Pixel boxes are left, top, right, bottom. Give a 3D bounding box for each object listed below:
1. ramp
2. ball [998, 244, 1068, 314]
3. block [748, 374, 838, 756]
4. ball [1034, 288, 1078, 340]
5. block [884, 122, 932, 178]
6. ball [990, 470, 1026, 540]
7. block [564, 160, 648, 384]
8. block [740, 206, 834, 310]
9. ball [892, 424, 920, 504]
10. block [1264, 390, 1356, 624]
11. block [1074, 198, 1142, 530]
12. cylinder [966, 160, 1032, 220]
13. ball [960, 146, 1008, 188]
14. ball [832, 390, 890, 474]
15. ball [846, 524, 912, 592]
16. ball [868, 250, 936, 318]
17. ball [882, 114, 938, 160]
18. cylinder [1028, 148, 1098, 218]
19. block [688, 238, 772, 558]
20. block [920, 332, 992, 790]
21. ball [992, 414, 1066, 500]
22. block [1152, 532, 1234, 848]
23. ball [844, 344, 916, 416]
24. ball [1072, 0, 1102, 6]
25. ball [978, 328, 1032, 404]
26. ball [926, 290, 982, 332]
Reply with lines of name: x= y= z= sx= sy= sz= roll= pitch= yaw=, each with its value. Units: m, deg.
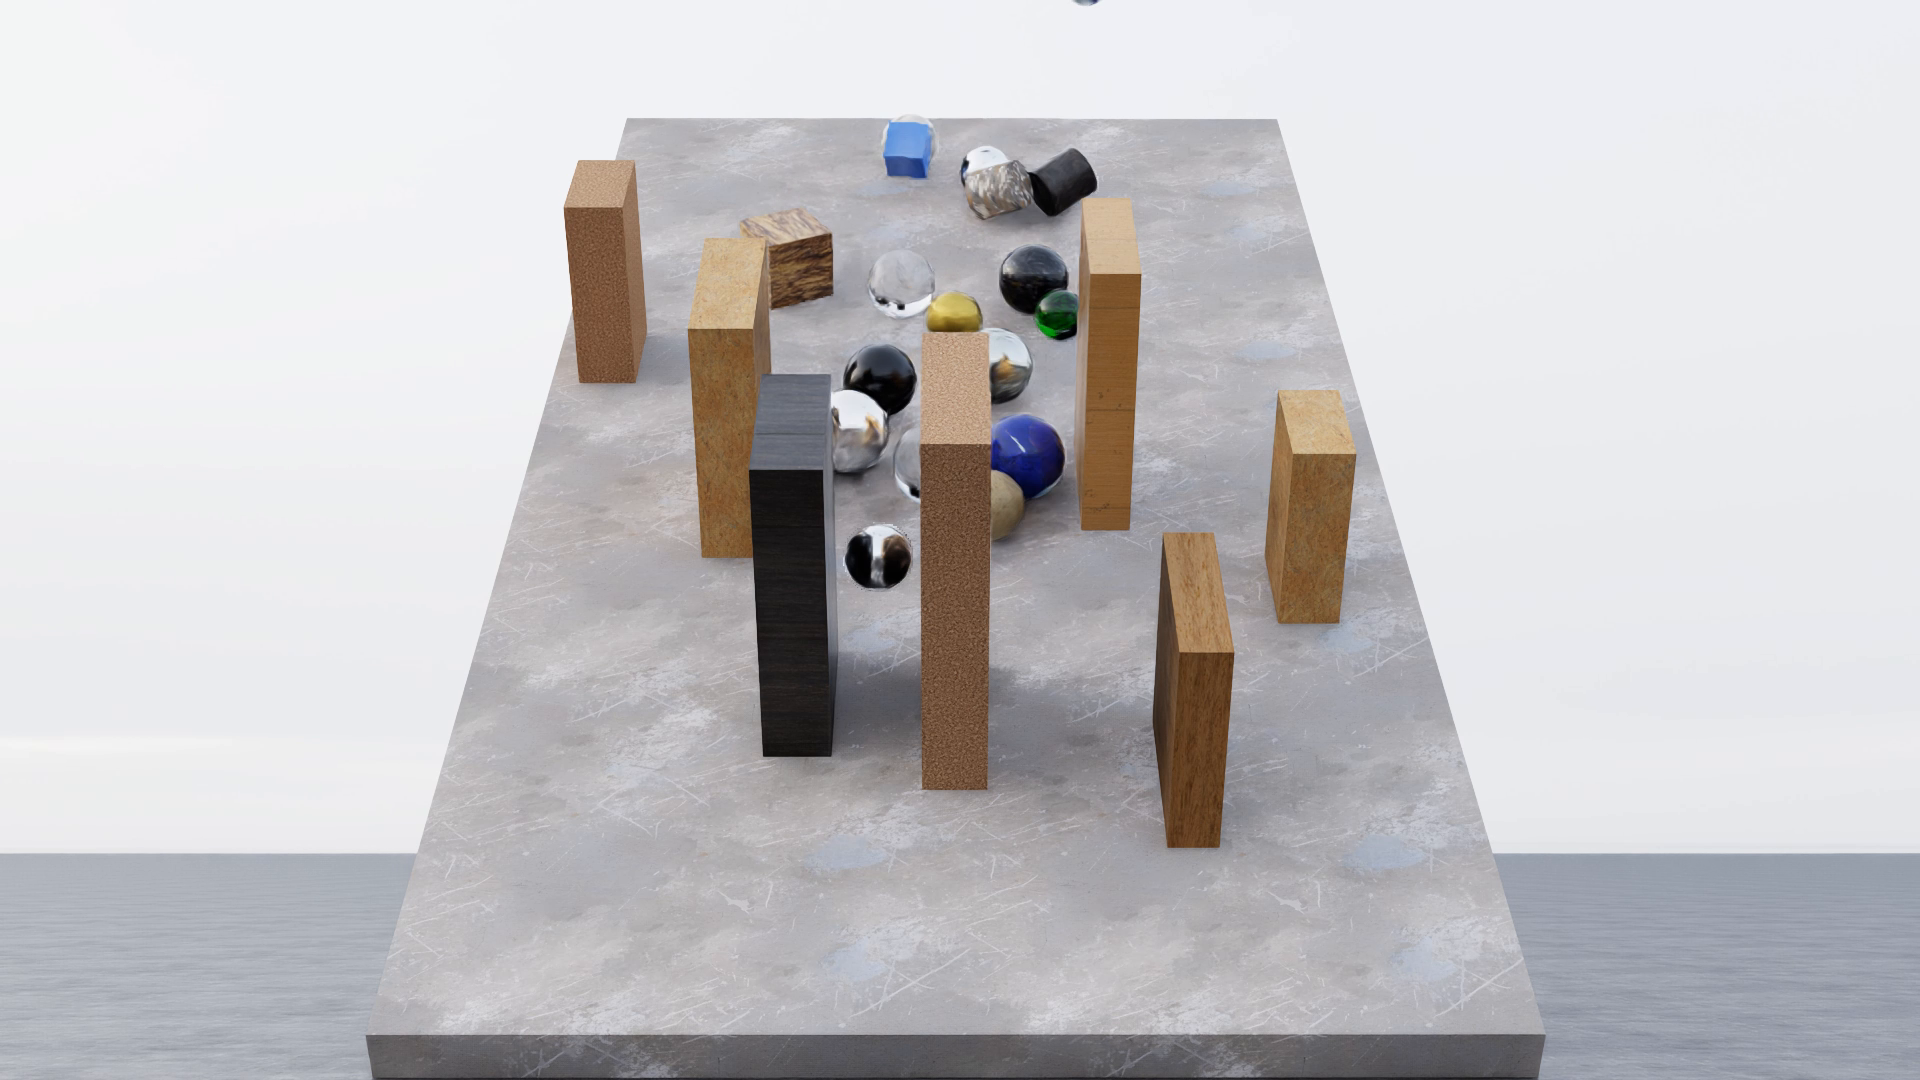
ramp: x=-0.015 y=-0.187 z=5.867 sx=2.000 sy=0.100 sz=4.000 roll=0 pitch=32 yaw=0
ball: x=0.191 y=-0.678 z=6.375 sx=0.184 sy=0.184 sz=0.184 roll=0 pitch=-7 yaw=0
block: x=-0.319 y=0.051 z=4.780 sx=0.135 sy=0.654 sz=0.364 roll=0 pitch=32 yaw=0
ball: x=0.256 y=-0.578 z=6.273 sx=0.130 sy=0.130 sz=0.130 roll=0 pitch=-7 yaw=0
block: x=-0.149 y=-1.115 z=6.996 sx=0.112 sy=0.112 sz=0.112 roll=6 pitch=-21 yaw=7
ball: x=0.067 y=-0.078 z=5.454 sx=0.157 sy=0.157 sz=0.157 roll=0 pitch=-7 yaw=0
block: x=-0.877 y=-0.666 z=6.081 sx=0.141 sy=0.476 sz=0.280 roll=0 pitch=32 yaw=0
block: x=-0.458 y=-0.748 z=6.488 sx=0.182 sy=0.182 sz=0.182 roll=-16 pitch=36 yaw=-24
ball: x=-0.055 y=-0.171 z=5.552 sx=0.198 sy=0.198 sz=0.198 roll=0 pitch=-7 yaw=0
block: x=0.741 y=-0.071 z=5.204 sx=0.129 sy=0.417 sz=0.269 roll=0 pitch=32 yaw=0
block: x=0.328 y=-0.395 z=5.506 sx=0.109 sy=0.639 sz=0.386 roll=0 pitch=32 yaw=0
cylinder: x=0.109 y=-0.979 z=6.848 sx=0.137 sy=0.137 sz=0.137 roll=-11 pitch=-12 yaw=32
ball: x=0.074 y=-1.052 z=7.007 sx=0.147 sy=0.147 sz=0.147 roll=0 pitch=-7 yaw=0
ball: x=-0.260 y=-0.253 z=5.692 sx=0.195 sy=0.195 sz=0.195 roll=0 pitch=-7 yaw=0
ball: x=-0.161 y=0.035 z=4.840 sx=0.131 sy=0.131 sz=0.131 roll=0 pitch=-7 yaw=0
ball: x=-0.151 y=-0.665 z=6.363 sx=0.178 sy=0.178 sz=0.178 roll=0 pitch=-7 yaw=0
ball: x=-0.147 y=-1.166 z=7.170 sx=0.164 sy=0.164 sz=0.164 roll=0 pitch=-7 yaw=0
cylinder: x=0.285 y=-1.008 z=6.899 sx=0.144 sy=0.144 sz=0.144 roll=-34 pitch=2 yaw=-16
block: x=-0.502 y=-0.318 z=5.447 sx=0.136 sy=0.567 sz=0.441 roll=0 pitch=32 yaw=0
block: x=-0.010 y=0.043 z=4.688 sx=0.126 sy=0.768 sz=0.423 roll=0 pitch=32 yaw=0
ball: x=0.141 y=-0.188 z=5.588 sx=0.199 sy=0.199 sz=0.199 roll=0 pitch=-7 yaw=0
block: x=0.436 y=0.280 z=4.621 sx=0.097 sy=0.443 sz=0.400 roll=0 pitch=32 yaw=0
ball: x=-0.193 y=-0.386 z=5.922 sx=0.178 sy=0.178 sz=0.178 roll=0 pitch=-7 yaw=0
ball: x=0.352 y=-1.553 z=6.804 sx=0.136 sy=0.136 sz=0.136 roll=0 pitch=-7 yaw=0
ball: x=0.084 y=-0.425 z=5.976 sx=0.187 sy=0.187 sz=0.187 roll=0 pitch=-7 yaw=0
ball: x=-0.015 y=-0.561 z=6.229 sx=0.146 sy=0.146 sz=0.146 roll=0 pitch=-7 yaw=0
